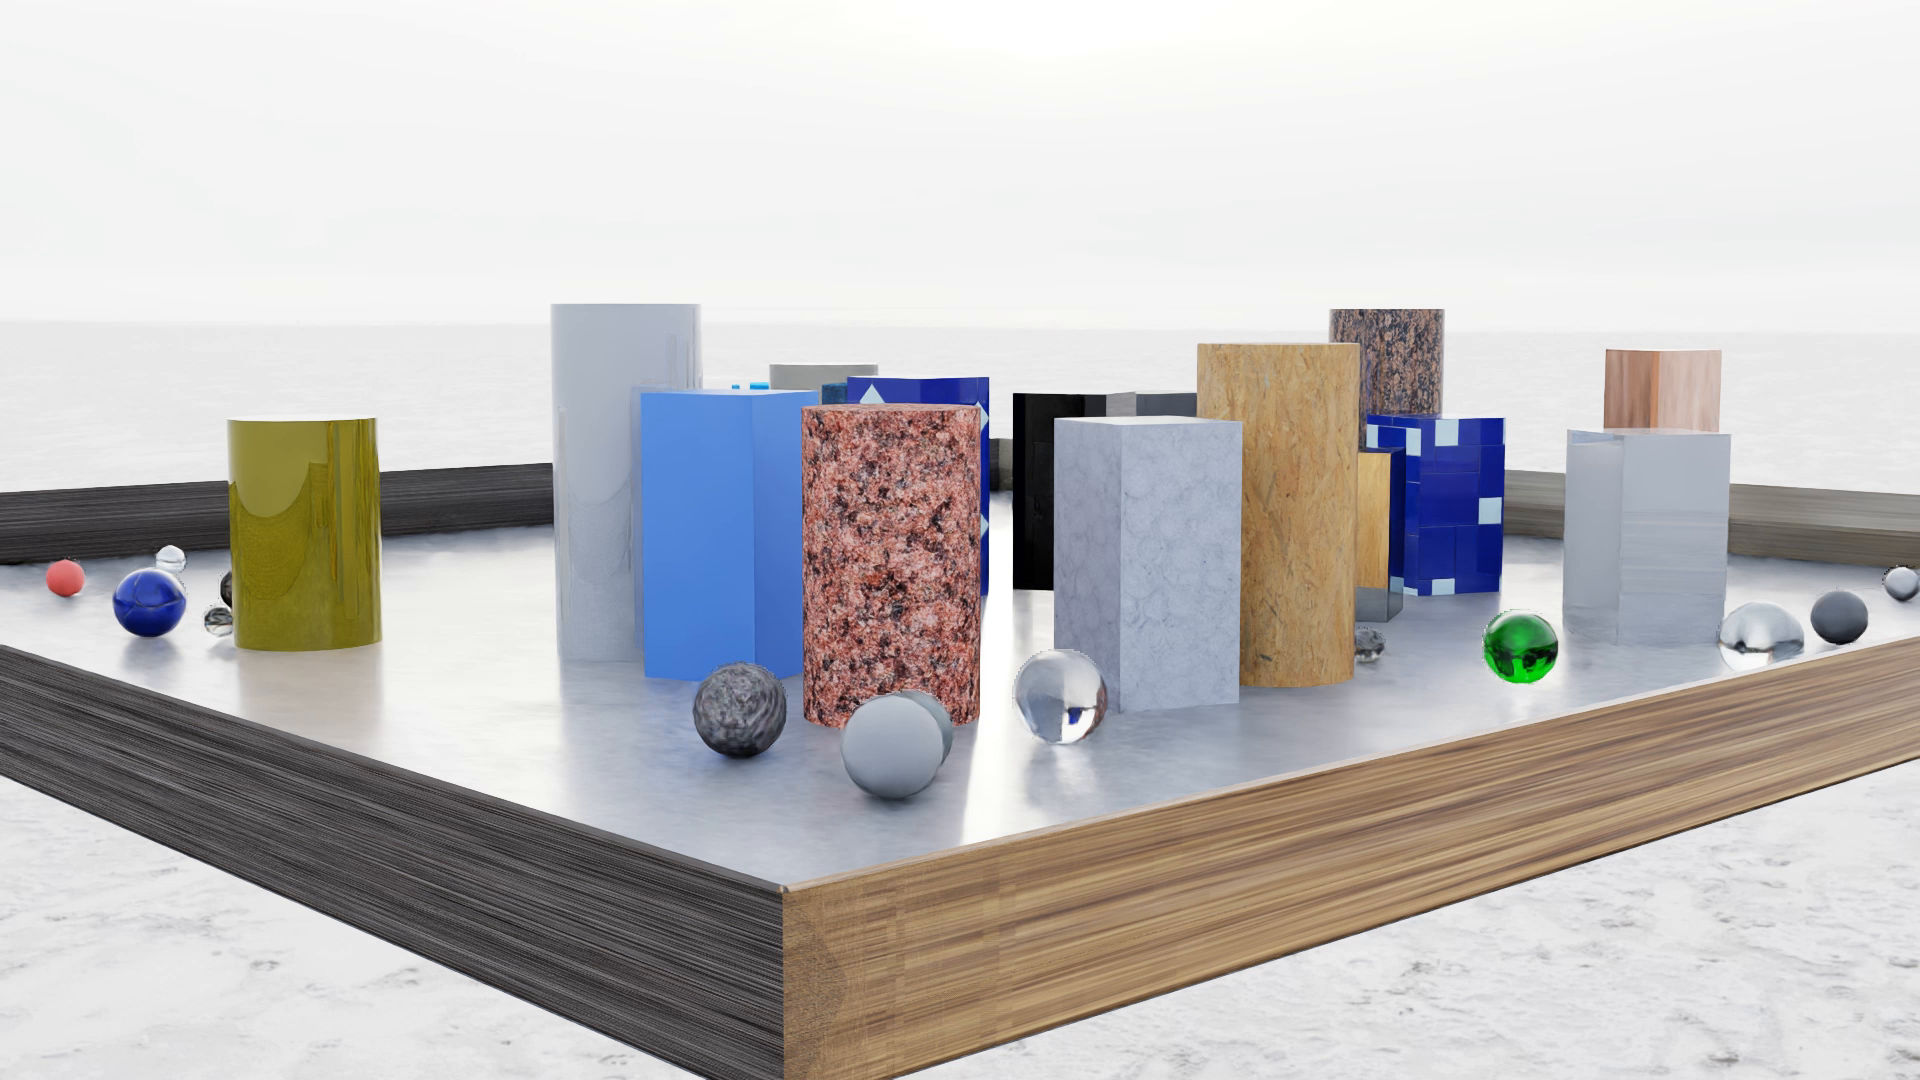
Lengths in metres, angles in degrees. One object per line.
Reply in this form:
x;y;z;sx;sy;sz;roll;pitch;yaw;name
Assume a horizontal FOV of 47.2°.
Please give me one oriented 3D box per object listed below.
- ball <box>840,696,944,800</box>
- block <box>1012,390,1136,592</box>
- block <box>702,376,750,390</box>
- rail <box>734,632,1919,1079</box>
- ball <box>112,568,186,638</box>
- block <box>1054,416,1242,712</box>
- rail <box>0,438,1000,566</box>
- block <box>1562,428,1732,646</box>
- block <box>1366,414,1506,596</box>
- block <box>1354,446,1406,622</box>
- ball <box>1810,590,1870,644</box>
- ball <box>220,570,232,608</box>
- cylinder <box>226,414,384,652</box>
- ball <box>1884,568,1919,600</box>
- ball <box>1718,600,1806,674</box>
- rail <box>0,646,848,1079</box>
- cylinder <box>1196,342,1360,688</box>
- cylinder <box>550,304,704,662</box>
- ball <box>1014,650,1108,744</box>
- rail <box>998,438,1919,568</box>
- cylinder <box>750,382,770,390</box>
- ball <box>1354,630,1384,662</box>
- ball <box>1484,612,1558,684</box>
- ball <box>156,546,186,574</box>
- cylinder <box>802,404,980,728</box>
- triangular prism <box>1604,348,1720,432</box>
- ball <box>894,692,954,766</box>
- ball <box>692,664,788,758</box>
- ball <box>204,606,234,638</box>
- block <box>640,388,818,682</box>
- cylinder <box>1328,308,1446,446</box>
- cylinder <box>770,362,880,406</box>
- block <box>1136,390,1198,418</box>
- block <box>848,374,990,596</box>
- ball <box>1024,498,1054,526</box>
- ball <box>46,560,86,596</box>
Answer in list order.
-0.062;0.189;2.007;0.094;0.094;0.094;0;6;0;ball
0.185;-0.082;3.542;0.156;0.313;0.156;2;6;22;block
-0.449;-0.113;3.768;0.156;0.329;0.156;-2;6;-15;block
1.000;0.146;2.254;3.031;0.127;0.045;-5;8;-42;rail
-1.103;0.086;2.993;0.095;0.095;0.095;0;6;0;ball
0.213;0.022;2.522;0.156;0.319;0.156;-3;7;-26;block
-1.000;-0.080;4.410;3.031;0.127;0.045;-5;8;-42;rail
0.933;-0.008;2.998;0.156;0.280;0.156;-1;6;-12;block
0.758;-0.060;3.517;0.156;0.276;0.156;-2;6;-21;block
0.562;-0.013;3.223;0.156;0.242;0.156;2;6;20;block
1.172;0.103;2.931;0.073;0.073;0.073;0;6;0;ball
-1.061;0.073;3.253;0.065;0.065;0.065;0;6;0;ball
-0.878;-0.014;2.954;0.195;0.301;0.195;0;6;0;cylinder
1.445;0.068;3.371;0.051;0.051;0.051;0;6;0;ball
0.961;0.121;2.637;0.097;0.097;0.097;0;6;0;ball
-1.096;0.138;2.326;0.045;0.127;2.997;-5;8;-42;rail
0.385;-0.037;2.678;0.195;0.404;0.195;0;6;0;cylinder
-0.431;-0.081;2.864;0.195;0.452;0.195;0;6;0;cylinder
0.103;0.162;2.259;0.096;0.096;0.096;0;6;0;ball
1.096;-0.072;4.338;0.045;0.127;2.997;-5;8;-42;rail
-0.355;-0.154;4.287;0.195;0.301;0.195;0;6;0;cylinder
0.514;0.134;2.780;0.043;0.043;0.043;0;6;0;ball
0.668;0.129;2.620;0.087;0.087;0.087;0;6;0;ball
-1.331;0.034;3.709;0.048;0.048;0.048;0;6;0;ball
-0.075;0.024;2.408;0.195;0.339;0.195;0;6;0;cylinder
1.059;-0.103;3.409;0.169;0.383;0.146;-5;8;-38;triangular prism
-0.047;0.186;2.095;0.083;0.083;0.083;0;6;0;ball
-0.219;0.170;2.189;0.094;0.094;0.094;0;6;0;ball
-0.999;0.110;2.972;0.042;0.042;0.042;0;6;0;ball
-0.279;-0.009;2.693;0.156;0.345;0.156;3;7;26;block
0.725;-0.171;3.756;0.195;0.446;0.195;0;6;0;cylinder
-0.240;-0.138;3.905;0.195;0.350;0.195;0;6;0;cylinder
0.337;-0.110;3.863;0.156;0.301;0.156;-4;7;-33;block
-0.064;-0.083;3.422;0.156;0.341;0.156;5;8;42;block
0.162;-0.059;4.541;0.059;0.059;0.059;0;6;0;ball
-1.391;0.060;3.419;0.057;0.057;0.057;0;6;0;ball
